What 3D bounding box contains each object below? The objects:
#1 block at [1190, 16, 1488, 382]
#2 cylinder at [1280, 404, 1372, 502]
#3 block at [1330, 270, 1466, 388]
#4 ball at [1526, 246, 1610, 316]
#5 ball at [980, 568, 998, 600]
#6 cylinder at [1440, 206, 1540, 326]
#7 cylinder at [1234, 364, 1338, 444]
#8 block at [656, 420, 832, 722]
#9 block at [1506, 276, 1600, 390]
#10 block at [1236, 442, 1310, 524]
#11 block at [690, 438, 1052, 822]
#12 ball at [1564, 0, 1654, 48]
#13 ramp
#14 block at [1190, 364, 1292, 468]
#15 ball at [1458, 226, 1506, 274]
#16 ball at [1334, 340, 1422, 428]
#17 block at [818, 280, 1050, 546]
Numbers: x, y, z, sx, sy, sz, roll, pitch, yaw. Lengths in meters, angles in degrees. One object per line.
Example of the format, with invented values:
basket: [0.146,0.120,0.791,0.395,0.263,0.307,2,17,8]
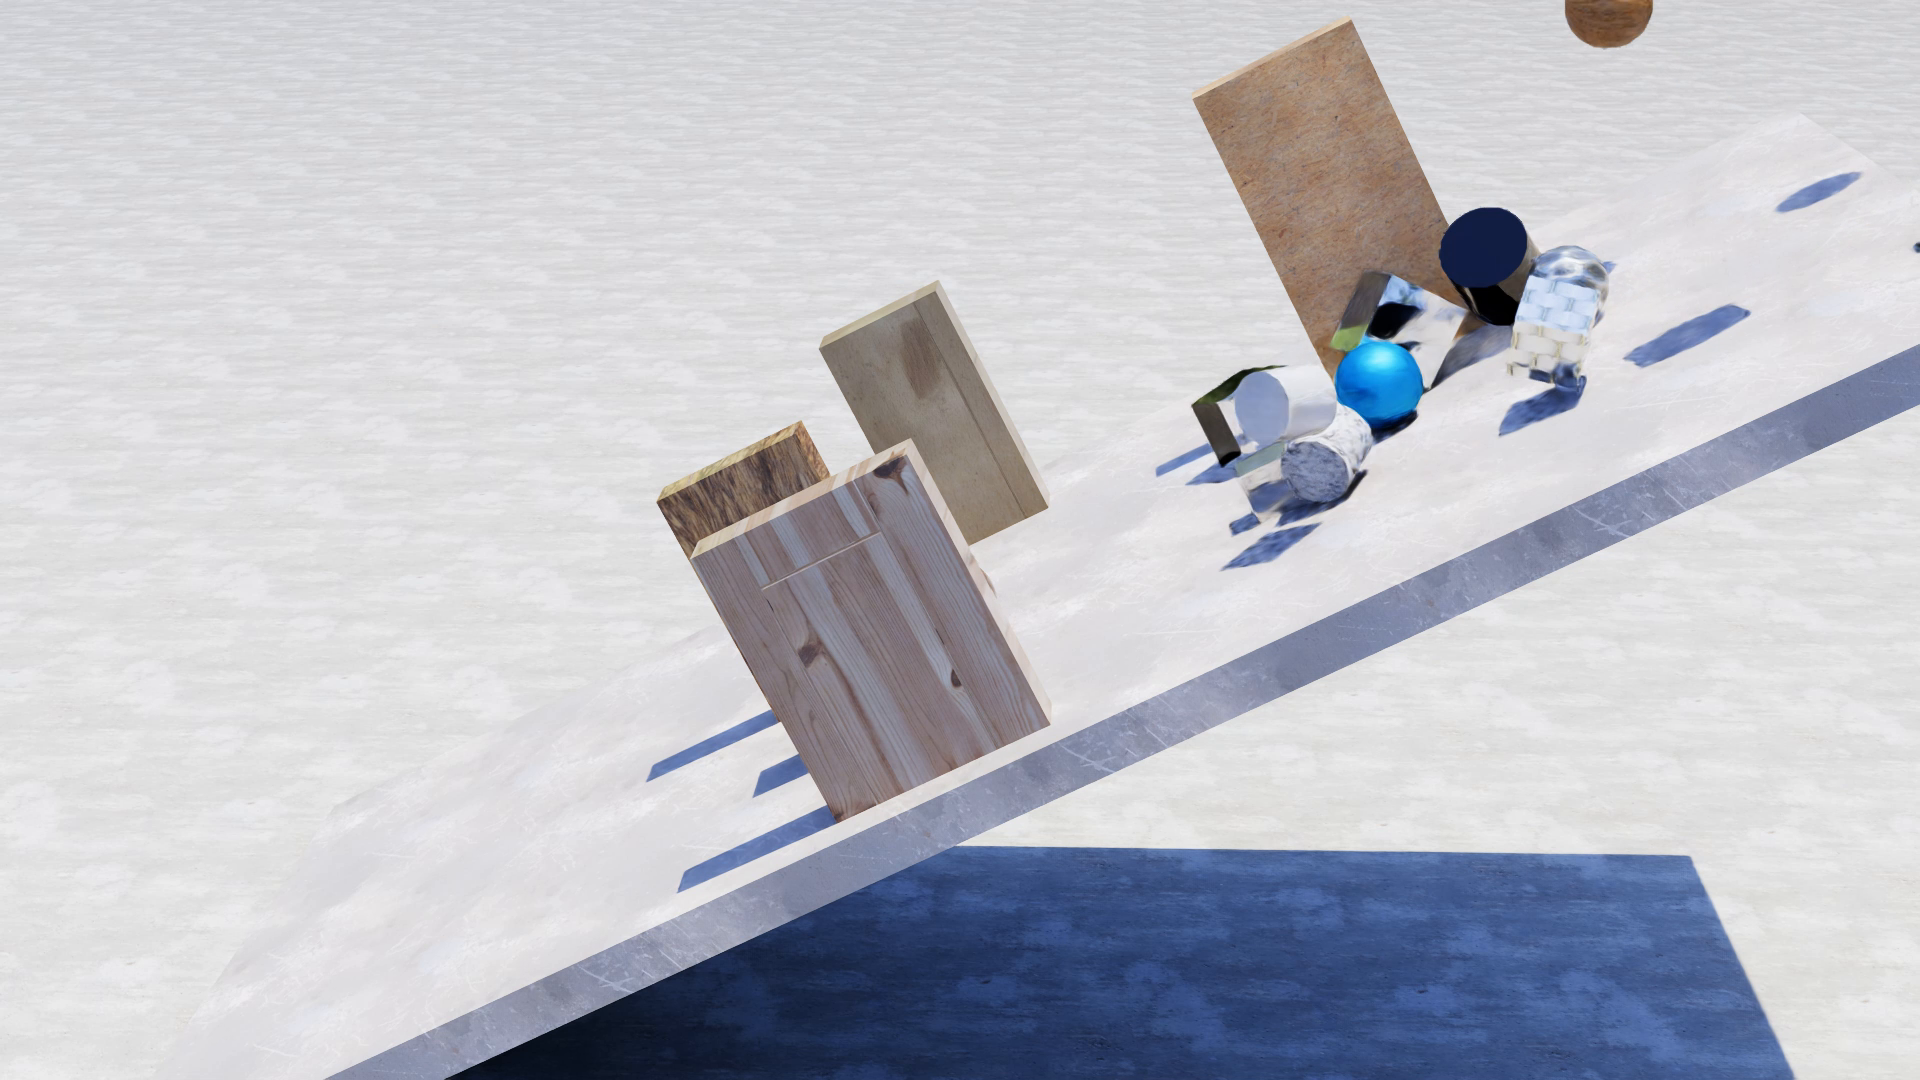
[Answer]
block: [0.836,-0.727,6.424,0.376,0.733,0.091,-26,14,10]
cylinder: [0.726,-0.172,5.826,0.143,0.143,0.143,8,37,24]
block: [0.927,-0.449,6.241,0.182,0.182,0.182,24,4,-13]
ball: [1.253,-0.523,6.067,0.170,0.170,0.170,0,17,0]
ball: [-0.006,0.127,6.141,0.167,0.167,0.167,0,17,0]
cylinder: [1.140,-0.582,6.262,0.190,0.190,0.190,10,-15,30]
cylinder: [0.624,-0.261,5.636,0.139,0.139,0.139,-11,20,-42]
block: [-0.360,0.069,6.234,0.333,0.547,0.112,-26,14,10]
block: [1.141,-0.400,5.659,0.138,0.138,0.138,14,47,14]
block: [0.629,-0.116,5.922,0.109,0.109,0.109,-25,14,11]
block: [-0.159,0.170,5.416,0.443,0.574,0.114,-26,14,10]
ball: [1.369,-1.130,6.208,0.184,0.184,0.184,0,17,0]
ramp: [0.139,0.168,6.281,4.000,0.100,2.000,-26,14,10]
block: [0.633,-0.267,6.362,0.158,0.158,0.158,-34,15,-25]
ball: [1.173,-0.653,6.604,0.107,0.107,0.107,0,17,0]
ball: [0.862,-0.320,6.062,0.181,0.181,0.181,0,17,0]
block: [-0.056,-0.274,6.839,0.303,0.574,0.127,-26,14,10]
